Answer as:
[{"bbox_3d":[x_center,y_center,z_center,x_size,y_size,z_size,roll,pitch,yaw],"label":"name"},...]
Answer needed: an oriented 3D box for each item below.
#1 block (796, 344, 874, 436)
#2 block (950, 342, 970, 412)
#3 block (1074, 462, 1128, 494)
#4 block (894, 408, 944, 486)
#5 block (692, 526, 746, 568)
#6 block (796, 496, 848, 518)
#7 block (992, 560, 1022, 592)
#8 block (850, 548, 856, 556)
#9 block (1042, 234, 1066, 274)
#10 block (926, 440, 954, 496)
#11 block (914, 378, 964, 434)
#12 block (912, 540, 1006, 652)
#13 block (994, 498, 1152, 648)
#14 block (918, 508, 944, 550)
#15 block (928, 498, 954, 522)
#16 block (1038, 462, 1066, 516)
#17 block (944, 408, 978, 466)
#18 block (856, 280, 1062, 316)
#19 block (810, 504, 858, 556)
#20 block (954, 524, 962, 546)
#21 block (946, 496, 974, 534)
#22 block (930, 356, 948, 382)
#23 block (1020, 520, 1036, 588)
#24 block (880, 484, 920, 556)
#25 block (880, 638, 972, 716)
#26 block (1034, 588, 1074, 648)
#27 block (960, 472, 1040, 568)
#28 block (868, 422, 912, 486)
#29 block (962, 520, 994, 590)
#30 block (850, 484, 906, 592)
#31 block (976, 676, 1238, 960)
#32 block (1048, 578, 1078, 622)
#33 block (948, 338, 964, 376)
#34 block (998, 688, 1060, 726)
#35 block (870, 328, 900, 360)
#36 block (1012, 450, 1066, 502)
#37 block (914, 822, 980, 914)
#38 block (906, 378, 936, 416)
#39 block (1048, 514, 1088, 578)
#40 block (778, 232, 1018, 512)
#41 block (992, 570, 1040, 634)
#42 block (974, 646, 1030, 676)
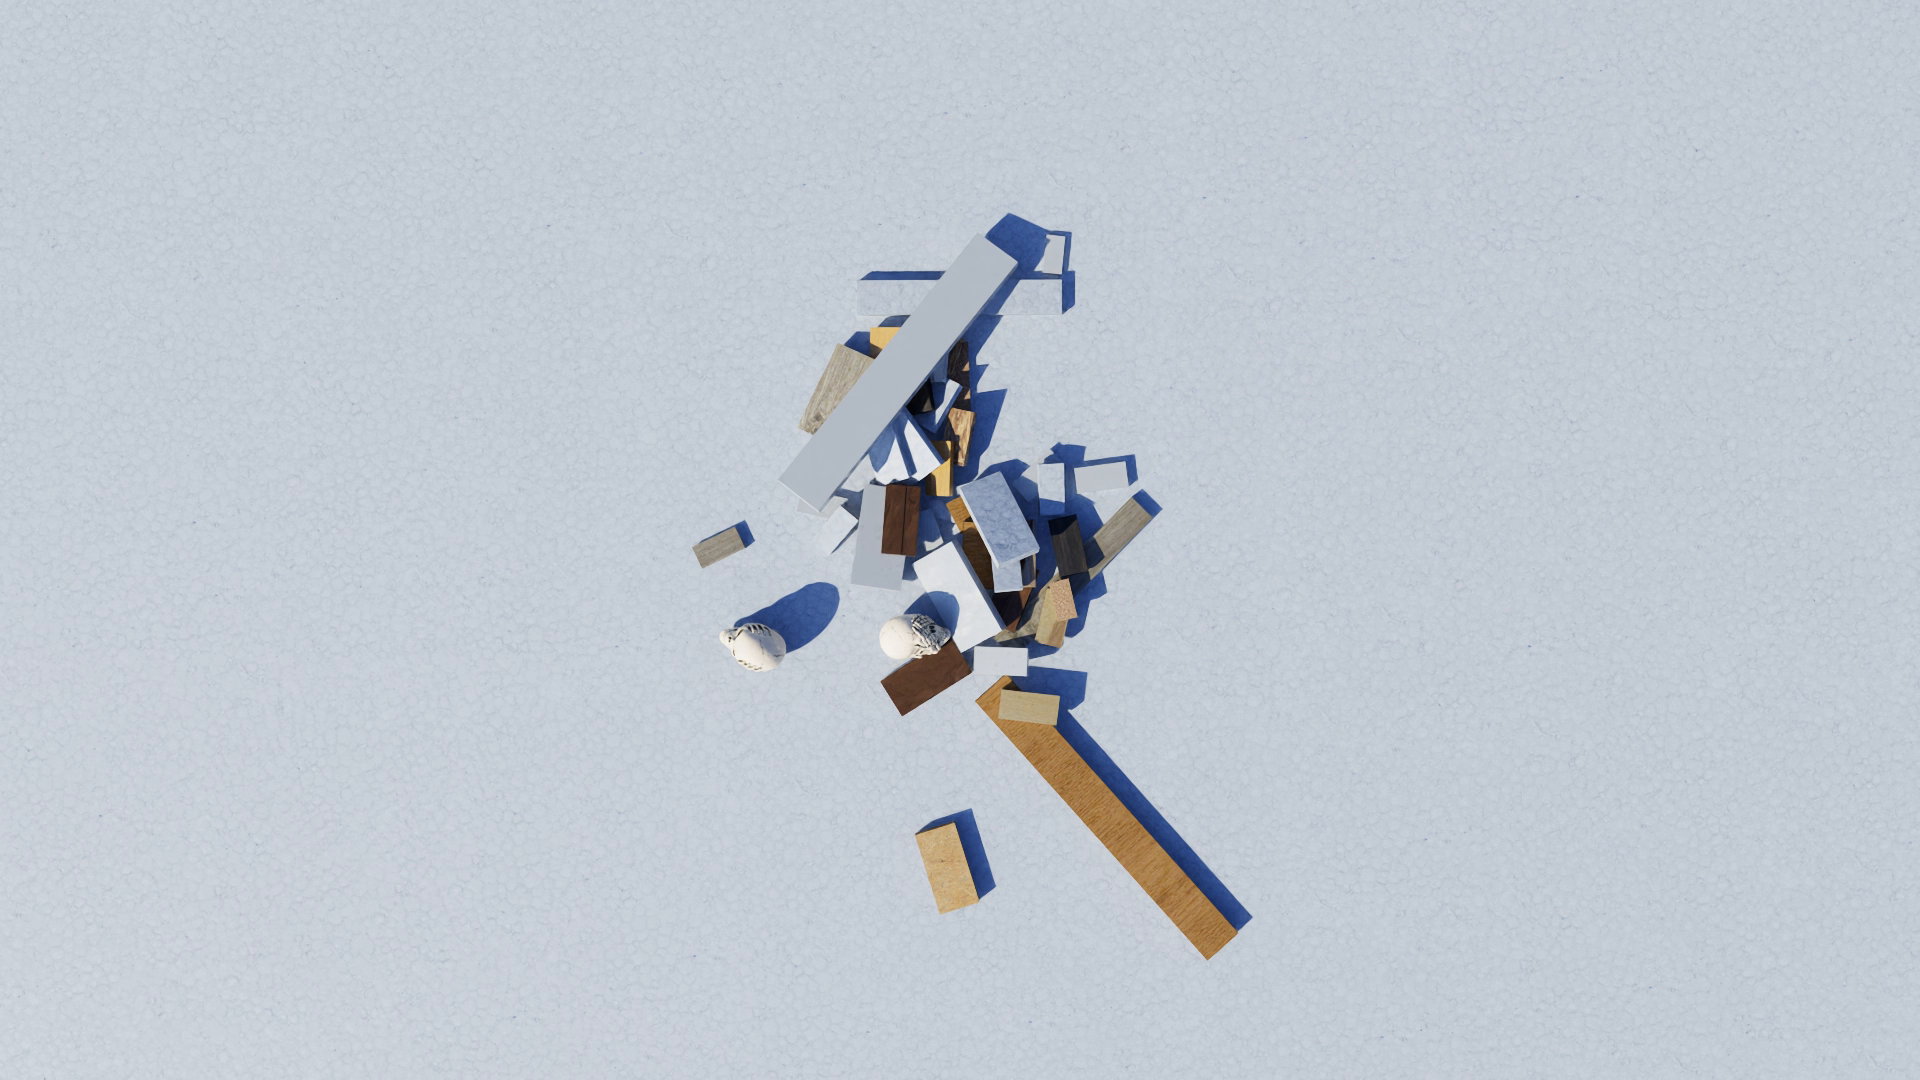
[{"bbox_3d":[-0.402,-0.479,5.457,0.149,0.042,0.311,26,90,18],"label":"block"},{"bbox_3d":[0.002,-0.493,5.491,0.063,0.018,0.332,-2,90,0],"label":"block"},{"bbox_3d":[0.470,-0.207,5.488,0.171,0.024,0.086,-8,90,0],"label":"block"},{"bbox_3d":[-0.197,-0.334,5.448,0.149,0.042,0.298,-36,90,26],"label":"block"},{"bbox_3d":[-0.802,0.026,5.489,0.158,0.022,0.079,-26,90,0],"label":"block"},{"bbox_3d":[-0.457,-0.116,5.489,0.158,0.022,0.079,13,90,0],"label":"block"},{"bbox_3d":[0.151,0.078,5.413,0.091,0.026,0.182,-5,76,-4],"label":"block"},{"bbox_3d":[-0.296,0.021,5.491,0.131,0.018,0.065,-43,90,0],"label":"block"},{"bbox_3d":[0.313,-0.950,5.491,0.063,0.018,0.125,6,90,0],"label":"block"},{"bbox_3d":[-0.067,-0.237,5.461,0.090,0.026,0.181,3,94,29],"label":"block"},{"bbox_3d":[-0.075,-0.451,5.466,0.090,0.026,0.181,30,90,30],"label":"block"},{"bbox_3d":[-0.004,0.184,5.443,0.167,0.047,0.335,-30,89,24],"label":"block"},{"bbox_3d":[0.375,0.126,5.486,0.097,0.027,0.655,44,90,0],"label":"block"},{"bbox_3d":[-0.103,-0.035,5.481,0.065,0.018,0.131,-17,97,4],"label":"block"},{"bbox_3d":[-0.053,-0.096,5.492,0.113,0.016,0.056,15,90,0],"label":"block"},{"bbox_3d":[0.302,-0.169,5.467,0.086,0.024,0.171,-3,100,-8],"label":"block"},{"bbox_3d":[-0.007,-0.342,5.461,0.090,0.026,0.181,14,97,23],"label":"block"},{"bbox_3d":[-0.002,-0.805,5.484,0.681,0.032,0.114,0,90,0],"label":"block"},{"bbox_3d":[-0.416,-0.032,5.472,0.079,0.022,0.158,40,100,-5],"label":"block"},{"bbox_3d":[0.013,0.002,5.492,0.056,0.016,0.113,-6,90,0],"label":"block"},{"bbox_3d":[0.003,-0.082,5.476,0.056,0.016,0.113,-27,90,0],"label":"block"},{"bbox_3d":[-0.090,-0.630,5.465,0.106,0.030,0.211,5,90,24],"label":"block"},{"bbox_3d":[0.194,0.045,5.452,0.111,0.031,0.222,-1,76,7],"label":"block"},{"bbox_3d":[-0.195,-0.064,5.425,0.114,0.032,0.229,4,85,-5],"label":"block"},{"bbox_3d":[-0.112,0.454,5.480,0.275,0.039,0.138,-32,90,0],"label":"block"},{"bbox_3d":[0.311,0.258,5.460,0.091,0.026,0.182,13,90,0],"label":"block"},{"bbox_3d":[0.128,-0.067,5.419,0.149,0.042,0.298,-23,71,-11],"label":"block"},{"bbox_3d":[-0.248,-0.302,5.436,0.114,0.032,0.229,-15,99,24],"label":"block"},{"bbox_3d":[0.064,0.050,5.466,0.111,0.031,0.222,2,98,-4],"label":"block"},{"bbox_3d":[-0.257,-0.007,5.456,0.167,0.047,0.335,8,85,-4],"label":"block"},{"bbox_3d":[0.486,0.919,5.480,0.138,0.039,1.153,-42,90,0],"label":"block"},{"bbox_3d":[0.340,0.198,5.438,0.065,0.018,0.131,-13,90,0],"label":"block"},{"bbox_3d":[-0.031,-0.612,5.473,0.063,0.018,0.125,15,93,10],"label":"block"},{"bbox_3d":[0.227,0.551,5.447,0.193,0.027,0.097,7,90,0],"label":"block"},{"bbox_3d":[-0.245,-0.597,5.462,0.106,0.030,0.212,3,92,23],"label":"block"},{"bbox_3d":[0.264,-0.214,5.488,0.171,0.024,0.086,-43,90,0],"label":"block"},{"bbox_3d":[-0.042,1.089,5.480,0.138,0.039,0.275,-17,90,0],"label":"block"},{"bbox_3d":[-0.157,-0.561,5.457,0.106,0.030,0.290,-10,87,24],"label":"block"},{"bbox_3d":[0.359,0.020,5.466,0.097,0.027,0.194,-12,81,6],"label":"block"},{"bbox_3d":[-0.198,-0.549,5.379,0.167,0.047,1.048,37,83,8],"label":"block"},{"bbox_3d":[0.171,0.184,5.467,0.111,0.031,0.222,21,86,11],"label":"block"},{"bbox_3d":[0.137,0.401,5.456,0.182,0.026,0.091,1,84,18],"label":"block"}]
